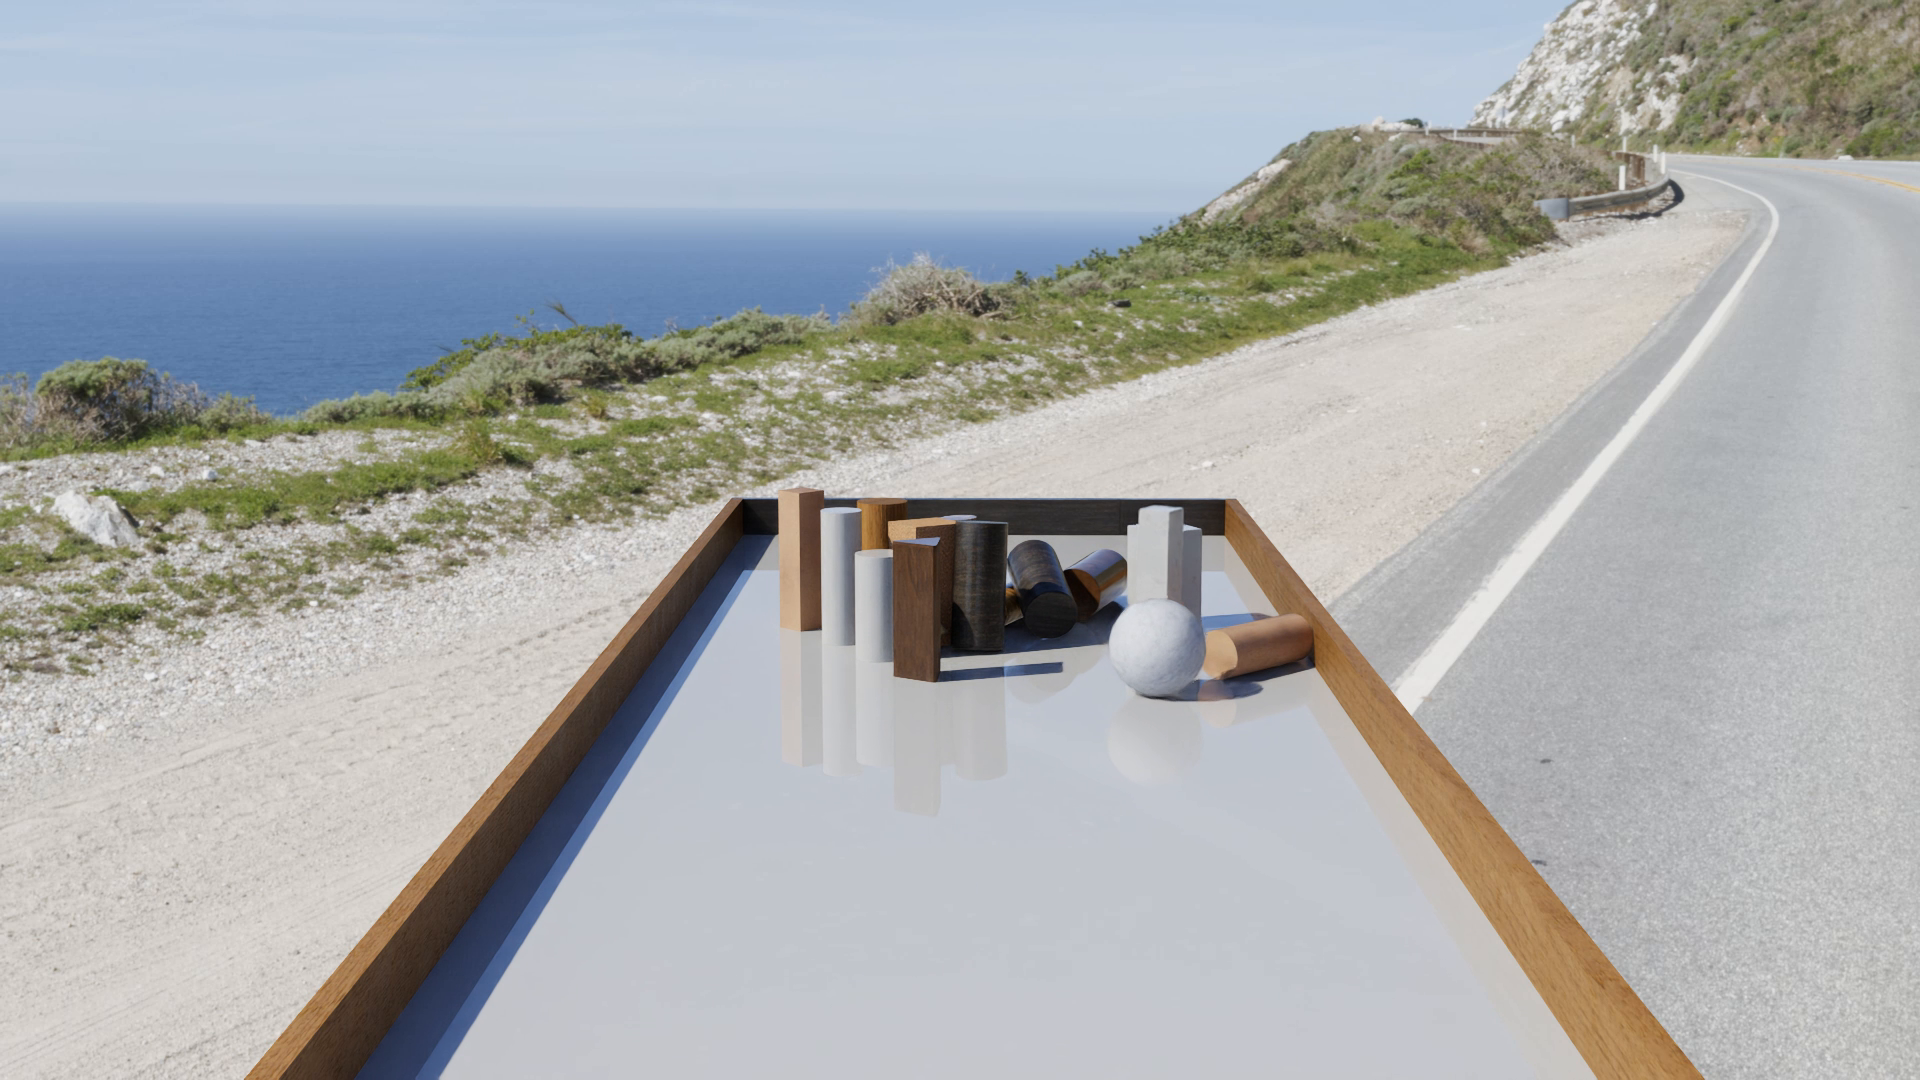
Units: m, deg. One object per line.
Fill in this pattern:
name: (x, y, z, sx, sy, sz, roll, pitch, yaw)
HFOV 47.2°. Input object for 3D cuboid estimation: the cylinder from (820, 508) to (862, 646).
cylinder: (-0.373, 0.115, 6.936, 0.129, 0.422, 0.129, 0, 9, 0)

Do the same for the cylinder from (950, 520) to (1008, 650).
cylinder: (0.061, 0.139, 6.829, 0.165, 0.391, 0.165, 2, 3, 0)

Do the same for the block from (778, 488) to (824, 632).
block: (-0.515, 0.062, 7.169, 0.105, 0.453, 0.105, -8, 12, -43)

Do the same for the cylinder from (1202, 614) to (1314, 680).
cylinder: (0.883, 0.315, 6.552, 0.369, 0.147, 0.147, -9, 13, -44)

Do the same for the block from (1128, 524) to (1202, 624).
block: (0.670, 0.119, 7.210, 0.177, 0.326, 0.177, -4, 10, -24)

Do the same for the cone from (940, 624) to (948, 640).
cone: (-0.174, 0.176, 6.796, 0.128, 0.331, 0.128, -31, -8, -5)

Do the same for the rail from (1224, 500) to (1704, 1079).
rail: (1.046, 0.843, 3.208, 0.050, 0.150, 12.000, 0, 9, 1)

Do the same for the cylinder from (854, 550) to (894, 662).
cylinder: (-0.243, 0.200, 6.714, 0.154, 0.323, 0.154, 0, 9, 0)

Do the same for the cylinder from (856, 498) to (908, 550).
cylinder: (-0.253, 0.080, 7.174, 0.165, 0.417, 0.165, 0, 9, 0)

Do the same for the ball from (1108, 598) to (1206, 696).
ball: (0.559, 0.301, 6.227, 0.276, 0.276, 0.276, 0, 9, 0)

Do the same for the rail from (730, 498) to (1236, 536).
rail: (0.099, -0.098, 9.147, 2.100, 0.150, 0.050, 0, 9, 1)

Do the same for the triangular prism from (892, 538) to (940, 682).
triangular prism: (-0.097, 0.200, 6.457, 0.151, 0.404, 0.131, 6, 11, 34)

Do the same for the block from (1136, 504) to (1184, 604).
block: (0.635, 0.107, 6.993, 0.105, 0.419, 0.105, 6, 11, 31)

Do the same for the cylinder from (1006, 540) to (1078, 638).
cylinder: (0.264, 0.157, 7.132, 0.171, 0.171, 0.350, -1, 28, -9)

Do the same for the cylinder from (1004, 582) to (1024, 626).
cylinder: (0.162, 0.209, 7.291, 0.125, 0.125, 0.320, 4, 10, 24)

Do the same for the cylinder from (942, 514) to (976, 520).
cylinder: (0.001, 0.101, 7.227, 0.121, 0.353, 0.121, -2, 8, 0)

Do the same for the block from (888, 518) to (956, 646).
block: (-0.102, 0.133, 6.941, 0.178, 0.381, 0.178, -5, 9, -30)

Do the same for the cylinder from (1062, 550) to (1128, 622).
cylinder: (0.443, 0.152, 7.484, 0.178, 0.178, 0.433, 3, 9, 18)

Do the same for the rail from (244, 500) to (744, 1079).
rail: (-1.004, 0.839, 3.234, 0.050, 0.150, 12.000, 0, 9, 1)
